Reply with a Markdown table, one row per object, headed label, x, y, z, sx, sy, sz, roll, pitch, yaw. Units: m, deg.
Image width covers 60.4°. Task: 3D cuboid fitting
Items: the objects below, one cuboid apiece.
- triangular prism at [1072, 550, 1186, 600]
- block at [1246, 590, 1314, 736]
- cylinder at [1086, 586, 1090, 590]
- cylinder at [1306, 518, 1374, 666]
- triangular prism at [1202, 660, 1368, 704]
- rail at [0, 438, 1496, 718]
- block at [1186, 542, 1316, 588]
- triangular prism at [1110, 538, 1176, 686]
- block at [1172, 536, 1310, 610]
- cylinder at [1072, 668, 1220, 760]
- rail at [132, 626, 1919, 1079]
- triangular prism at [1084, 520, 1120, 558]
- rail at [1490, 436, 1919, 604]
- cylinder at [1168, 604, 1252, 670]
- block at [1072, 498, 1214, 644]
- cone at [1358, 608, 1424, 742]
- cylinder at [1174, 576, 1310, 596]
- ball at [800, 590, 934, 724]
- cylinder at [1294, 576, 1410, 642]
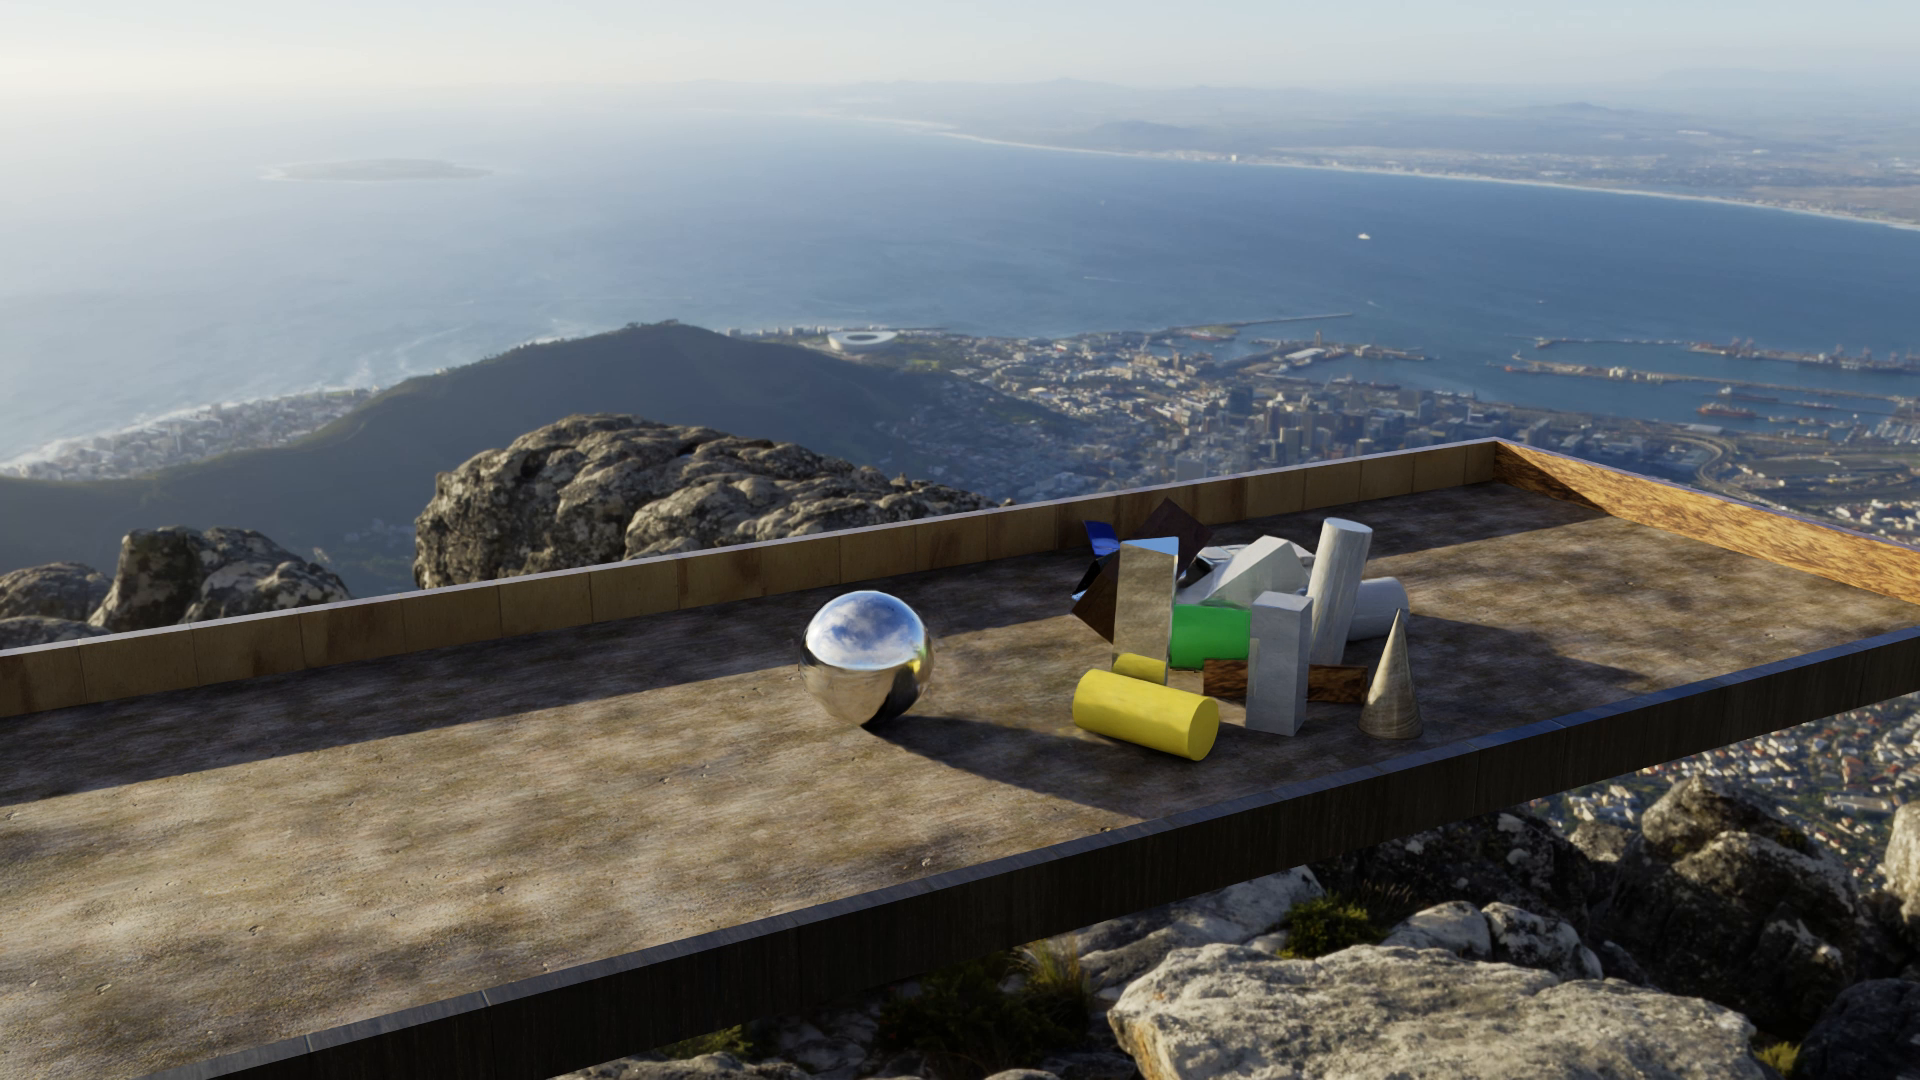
| label | x | y | z | sx | sy | sz | roll | pitch | yaw |
| --- | --- | --- | --- | --- | --- | --- | --- | --- | --- |
| triangular prism | 0.518 | 0.070 | 4.872 | 0.149 | 0.129 | 0.430 | 13 | 21 | 36 |
| block | 0.743 | 0.287 | 3.839 | 0.114 | 0.305 | 0.114 | 8 | 18 | 25 |
| cylinder | 0.510 | 0.100 | 4.701 | 0.122 | 0.122 | 0.417 | 11 | 27 | 32 |
| cylinder | 0.922 | 0.153 | 4.105 | 0.120 | 0.396 | 0.120 | 9 | 14 | -2 |
| triangular prism | 0.797 | 0.340 | 4.052 | 0.394 | 0.079 | 0.091 | 2 | 16 | 8 |
| rail | -3.305 | 0.497 | 3.399 | 12.000 | 0.150 | 0.050 | -9 | 18 | -27 |
| block | 0.825 | 0.111 | 4.696 | 0.320 | 0.159 | 0.159 | -5 | 17 | -15 |
| triangular prism | 0.457 | 0.213 | 3.859 | 0.149 | 0.432 | 0.129 | 15 | 20 | 35 |
| block | 0.714 | 0.147 | 4.320 | 0.372 | 0.129 | 0.129 | -33 | 15 | -13 |
| cylinder | 0.422 | 0.396 | 3.753 | 0.301 | 0.144 | 0.144 | 12 | 20 | 35 |
| rail | -2.336 | 1.006 | 1.665 | 12.000 | 0.150 | 0.050 | -9 | 18 | -27 |
| triangular prism | 0.431 | 0.014 | 5.095 | 0.079 | 0.091 | 0.385 | 36 | 12 | -11 |
| rail | 2.466 | -0.048 | 5.253 | 0.050 | 0.150 | 2.100 | -9 | 18 | -27 |
| cylinder | 0.638 | 0.249 | 4.140 | 0.373 | 0.159 | 0.159 | 6 | 16 | -7 |
| block | 0.500 | 0.086 | 4.478 | 0.166 | 0.166 | 0.449 | 39 | 41 | 7 |
| cone | 1.006 | 0.296 | 3.814 | 0.151 | 0.302 | 0.151 | 0 | 16 | 0 |
| cylinder | 0.764 | 0.178 | 4.503 | 0.408 | 0.139 | 0.139 | -7 | 18 | -24 |
| ball | -0.218 | 0.274 | 3.865 | 0.314 | 0.314 | 0.314 | 0 | 16 | 0 |
| cylinder | 1.016 | 0.195 | 4.416 | 0.335 | 0.156 | 0.156 | -7 | 18 | -21 |
